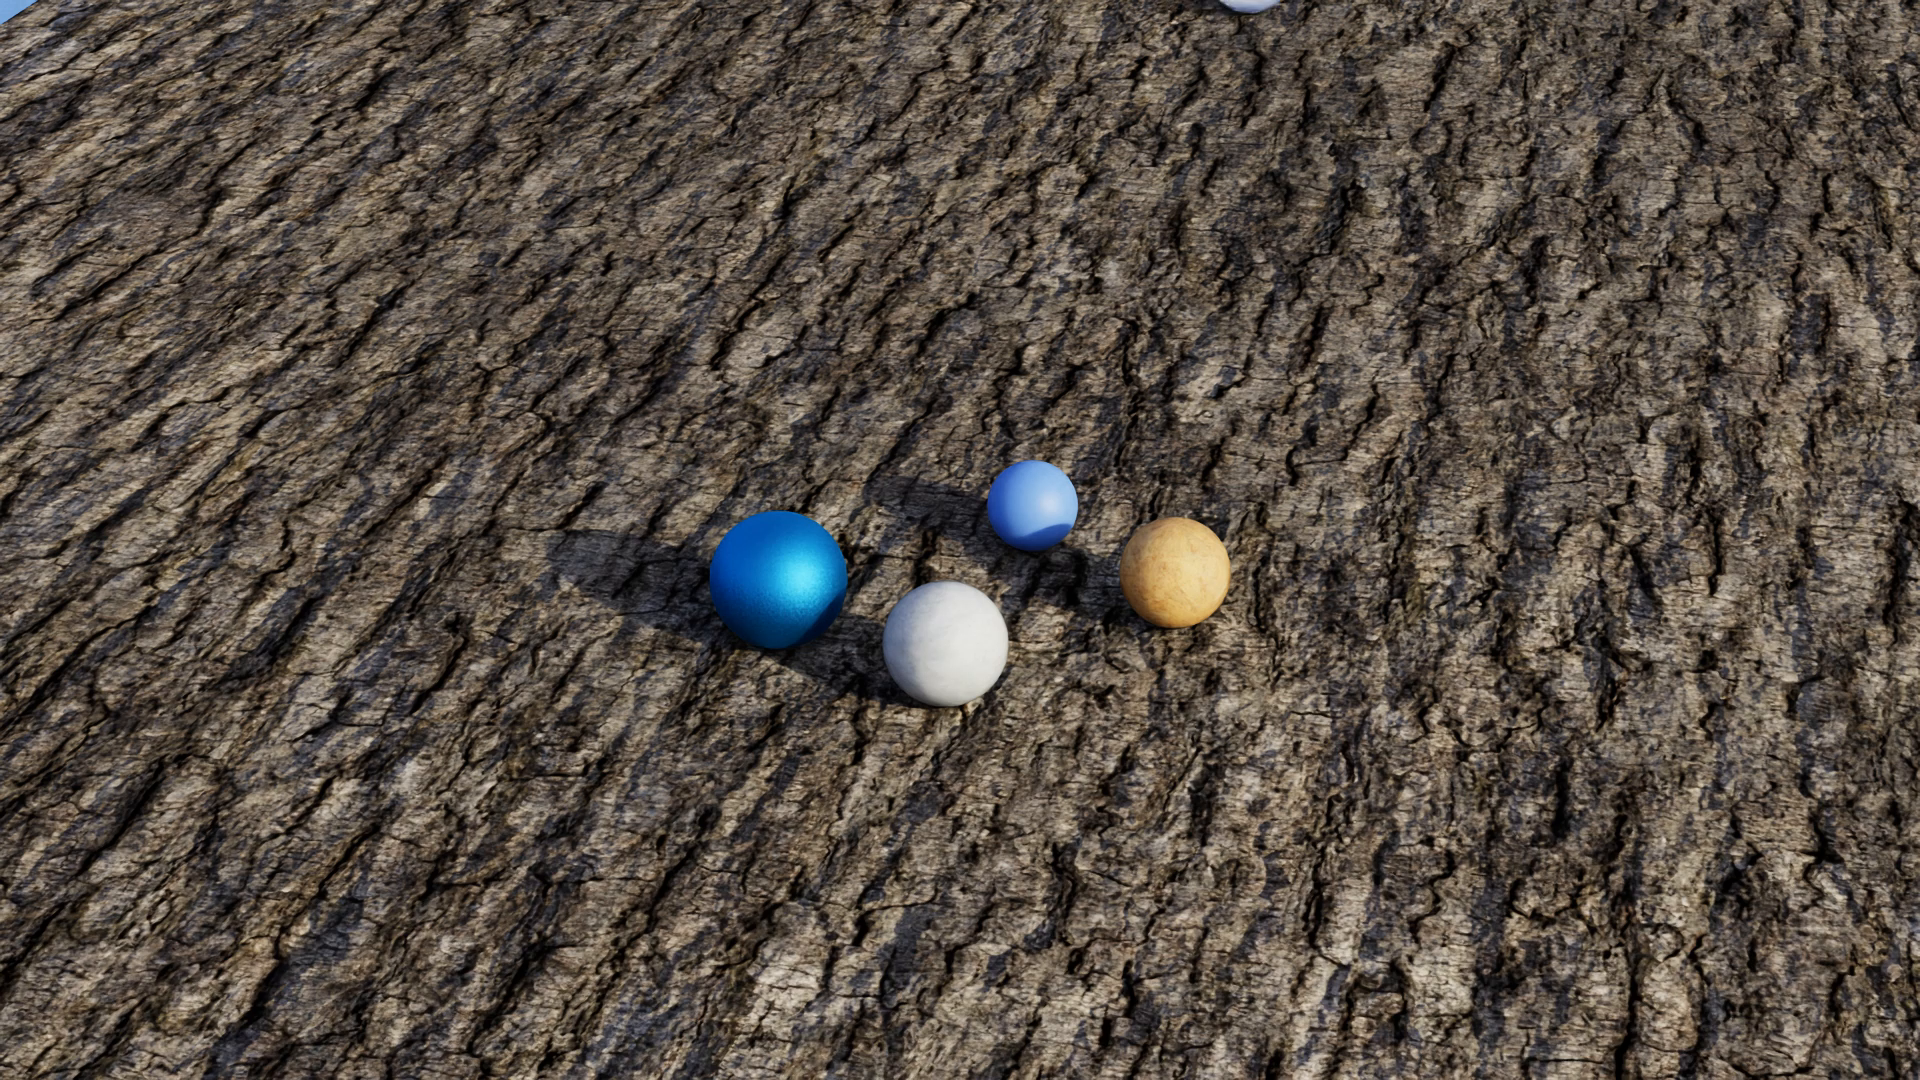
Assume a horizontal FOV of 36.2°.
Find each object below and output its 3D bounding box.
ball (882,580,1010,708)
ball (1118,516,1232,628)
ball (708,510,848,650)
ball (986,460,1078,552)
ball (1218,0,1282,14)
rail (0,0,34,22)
[{"bbox_3d":[-0.008,0.055,1.547,0.067,0.067,0.067,0,30,0],"label":"ball"},{"bbox_3d":[0.118,0.018,1.616,0.062,0.062,0.062,0,30,0],"label":"ball"},{"bbox_3d":[-0.099,0.022,1.596,0.075,0.075,0.075,0,30,0],"label":"ball"},{"bbox_3d":[0.042,-0.020,1.691,0.053,0.053,0.053,0,30,0],"label":"ball"},{"bbox_3d":[0.245,-0.482,2.477,0.078,0.078,0.078,0,30,0],"label":"ball"},{"bbox_3d":[-0.725,-0.594,2.648,0.045,0.101,3.847,7,30,12],"label":"rail"}]
